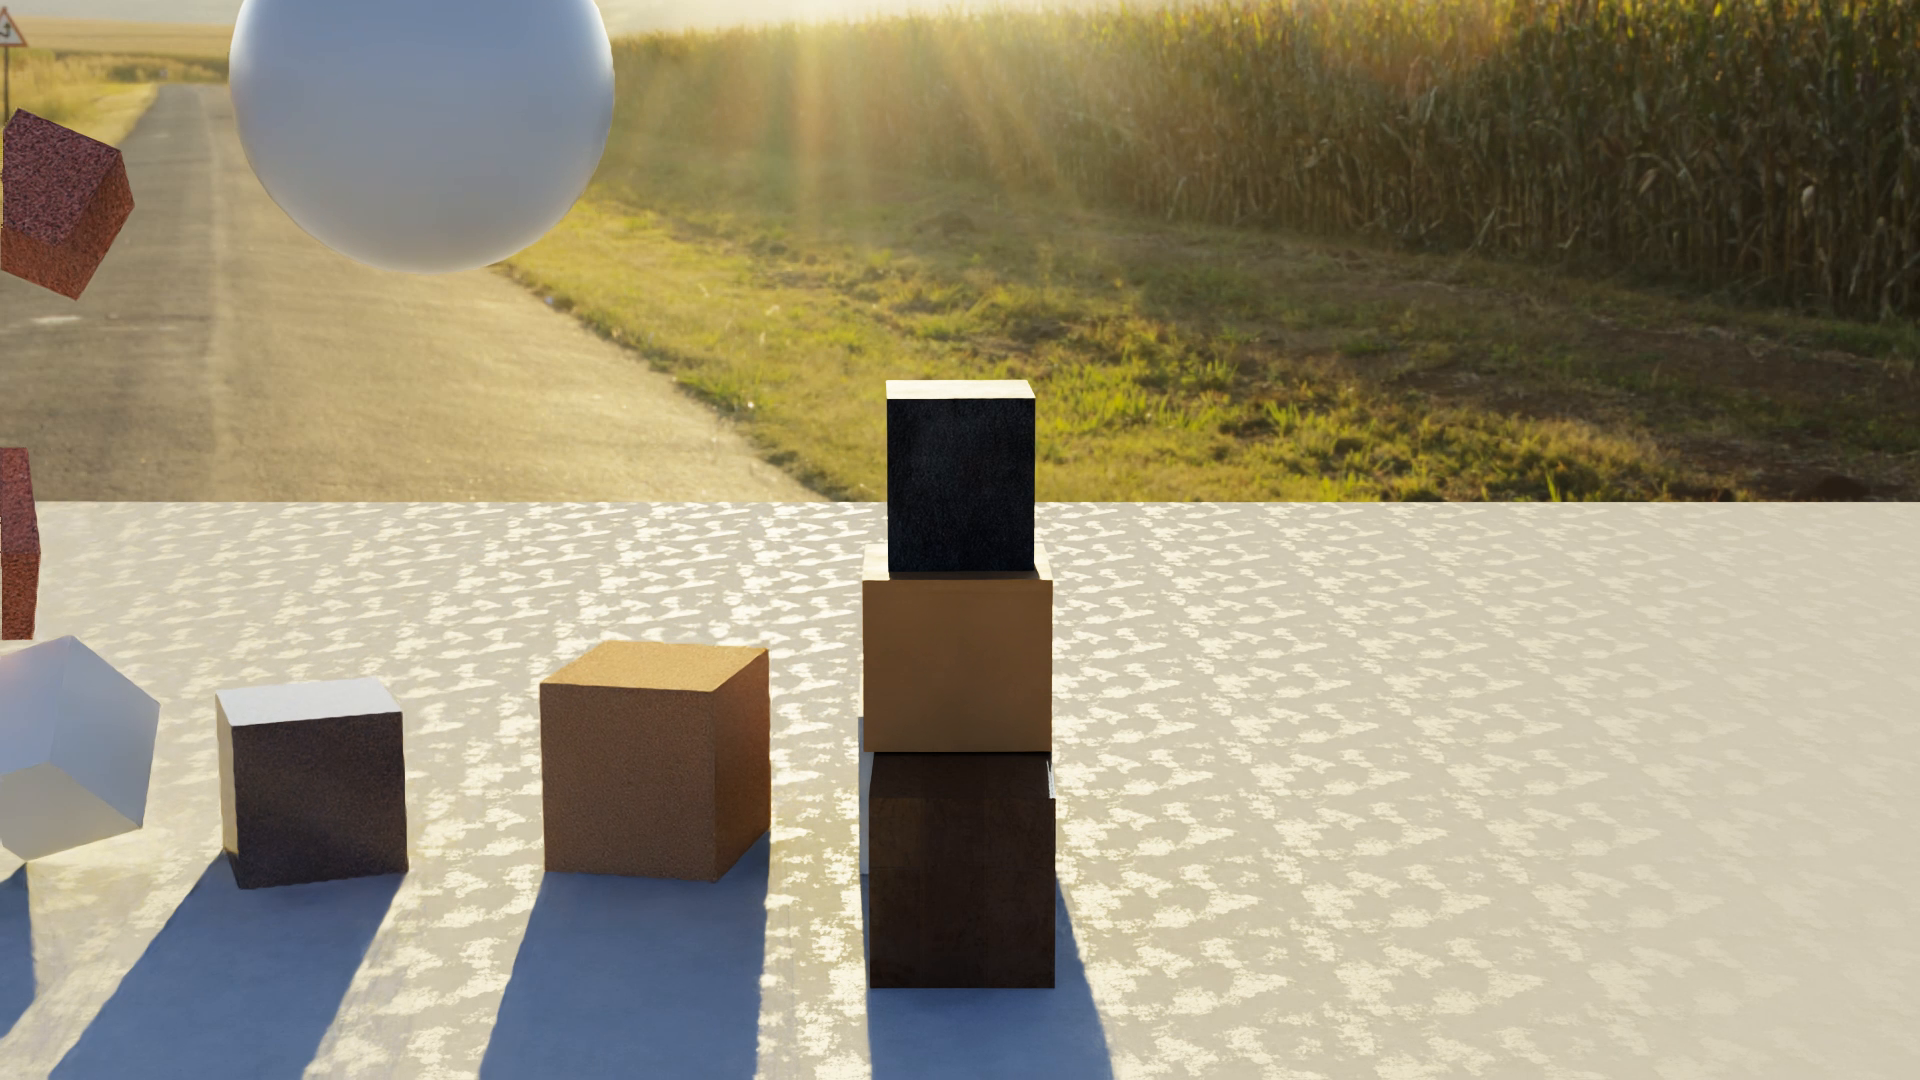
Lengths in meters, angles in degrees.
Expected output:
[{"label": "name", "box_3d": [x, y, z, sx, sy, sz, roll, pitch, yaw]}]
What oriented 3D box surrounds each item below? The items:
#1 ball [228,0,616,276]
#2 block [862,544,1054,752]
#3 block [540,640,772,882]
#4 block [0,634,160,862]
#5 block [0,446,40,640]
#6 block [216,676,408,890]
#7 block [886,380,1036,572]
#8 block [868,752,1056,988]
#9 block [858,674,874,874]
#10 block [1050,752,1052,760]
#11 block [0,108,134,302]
[{"label": "ball", "box_3d": [-2.260, -1.920, 10.831, 1.600, 1.600, 1.600, 0, 10, 0]}, {"label": "block", "box_3d": [-0.016, 0.441, 10.810, 0.770, 0.716, 0.798, 0, 10, -1]}, {"label": "block", "box_3d": [-1.371, 0.990, 11.706, 0.796, 0.865, 0.882, 2, 11, 12]}, {"label": "block", "box_3d": [-4.066, 0.933, 11.442, 0.627, 0.657, 0.642, -16, -38, 16]}, {"label": "block", "box_3d": [-4.384, 0.025, 11.171, 0.634, 0.593, 0.610, -2, 51, -25]}, {"label": "block", "box_3d": [-2.925, 1.081, 11.559, 0.728, 0.737, 0.699, -4, 11, -21]}, {"label": "block", "box_3d": [-0.004, -0.278, 10.767, 0.601, 0.715, 0.614, 0, 10, -2]}, {"label": "block", "box_3d": [0.009, 1.302, 10.265, 0.720, 0.766, 0.724, 0, 10, 0]}, {"label": "block", "box_3d": [-0.037, 1.055, 11.748, 0.842, 0.721, 0.817, 0, 10, -1]}, {"label": "block", "box_3d": [0.018, 1.168, 10.976, 0.725, 0.774, 0.702, 0, 10, 0]}, {"label": "block", "box_3d": [-3.750, -1.375, 10.551, 0.448, 0.502, 0.459, 22, -24, -1]}]
